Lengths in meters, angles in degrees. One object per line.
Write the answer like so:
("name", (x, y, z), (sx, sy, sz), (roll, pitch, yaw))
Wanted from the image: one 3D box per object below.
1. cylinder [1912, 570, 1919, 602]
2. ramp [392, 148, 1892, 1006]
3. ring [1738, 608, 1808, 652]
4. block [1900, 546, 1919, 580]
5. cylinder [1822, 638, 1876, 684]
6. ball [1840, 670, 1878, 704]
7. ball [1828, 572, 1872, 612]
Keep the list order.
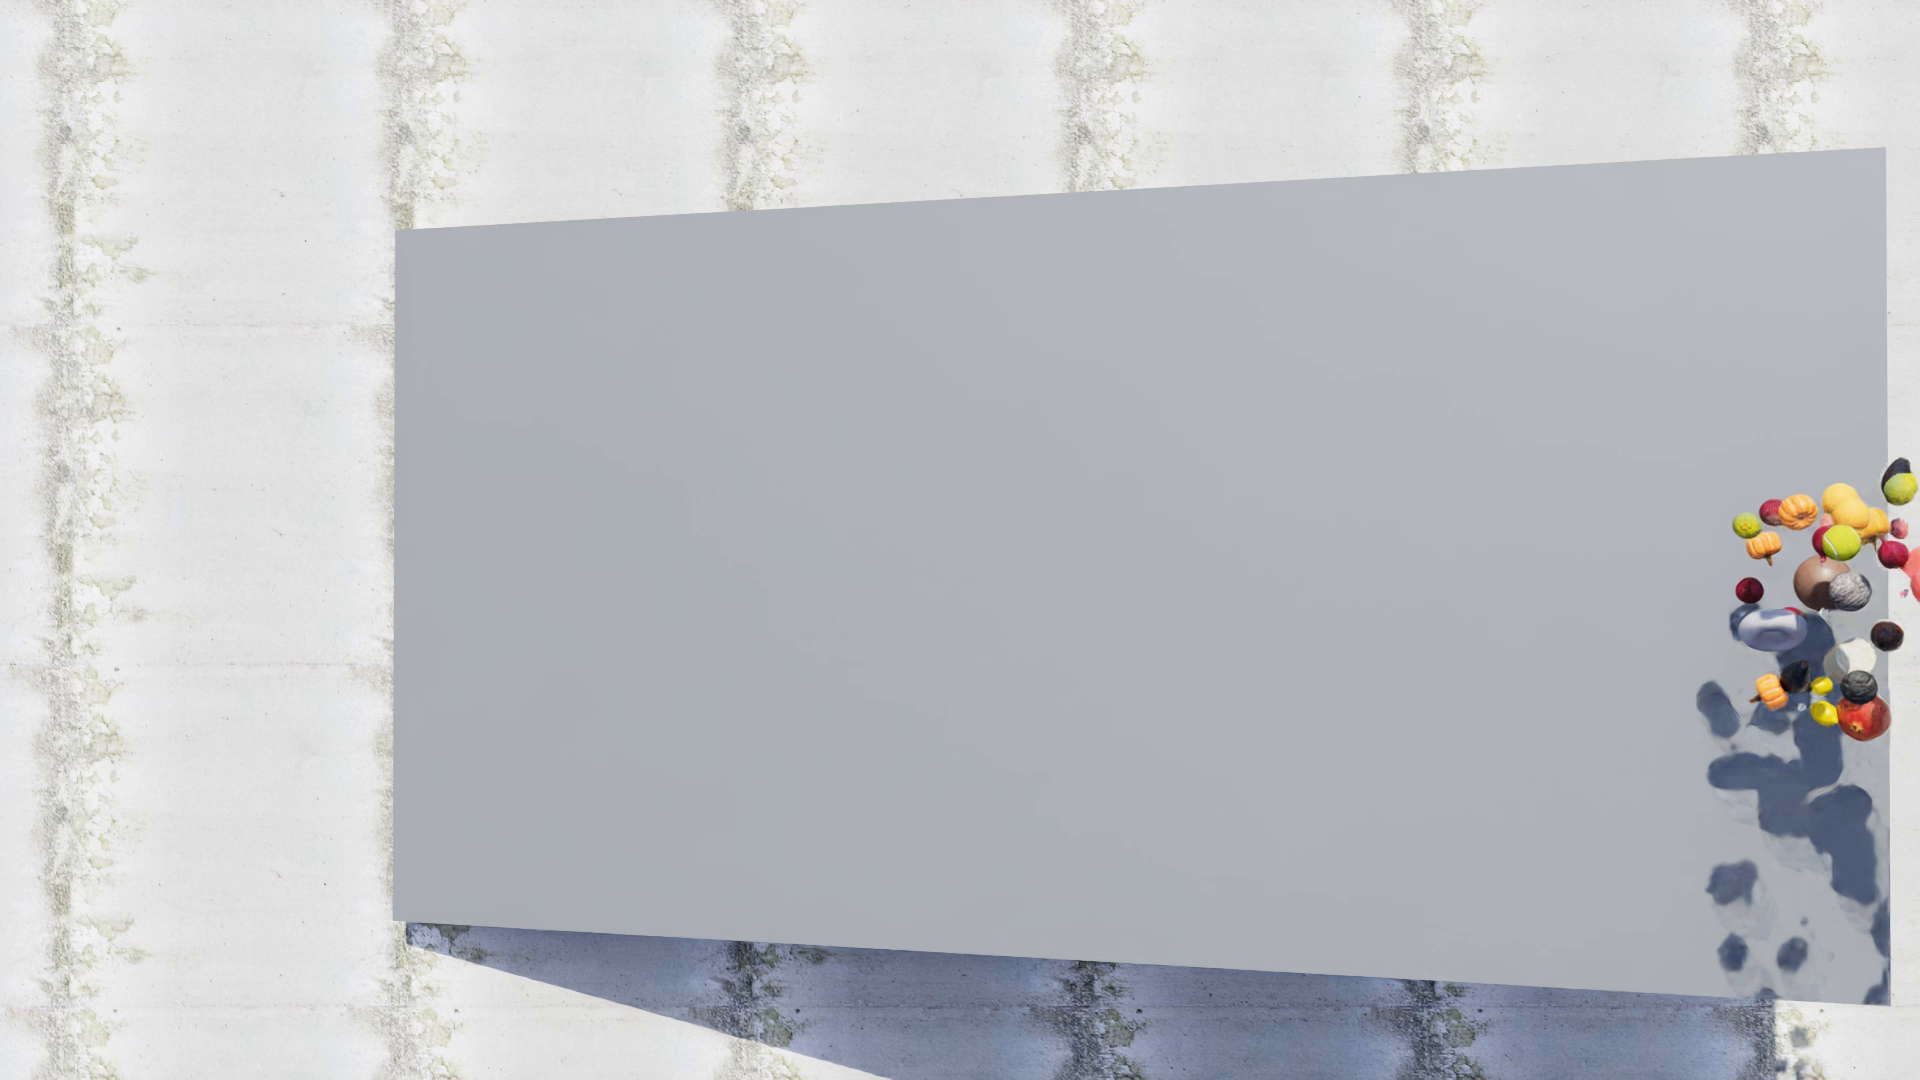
("cylinder", (1.972, 0.102, 4.423), (0.093, 0.093, 0.093), (3, 104, 10))
("ramp", (0.277, 0.092, 5.789), (4.000, 0.100, 2.000), (0, 89, 18))
("ring", (1.786, 0.199, 4.828), (0.146, 0.146, 0.049), (9, 60, 0))
("block", (1.977, 0.050, 4.504), (0.062, 0.062, 0.062), (46, 128, 2))
("cylinder", (1.981, 0.269, 4.900), (0.086, 0.086, 0.086), (-1, 75, 3))
("ball", (1.759, 0.288, 4.300), (0.068, 0.068, 0.068), (0, 89, 0))
("ball", (1.944, 0.112, 4.803), (0.088, 0.088, 0.088), (0, 89, 0))
